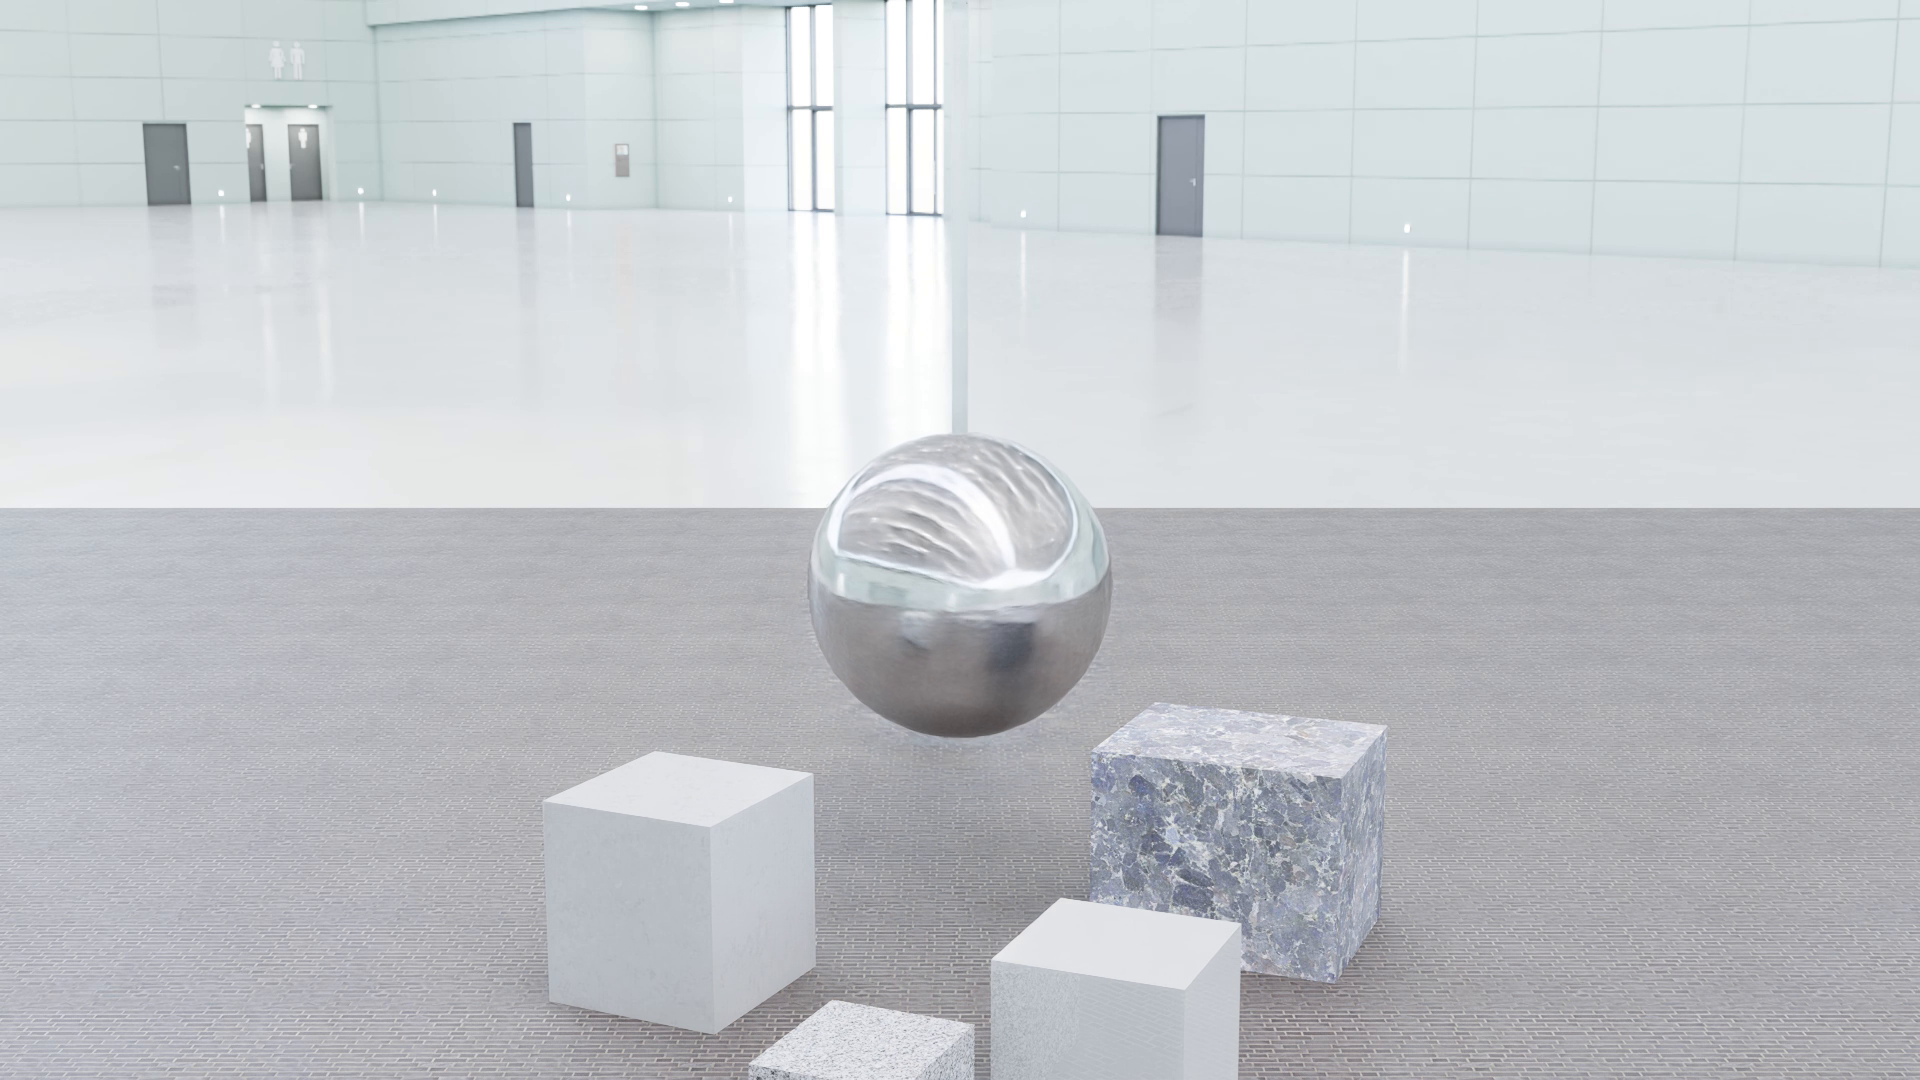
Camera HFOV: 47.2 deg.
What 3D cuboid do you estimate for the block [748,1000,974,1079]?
[{"bbox_3d":[-0.325,1.947,7.490,0.553,0.490,0.605,5,11,24],"label":"block"}]

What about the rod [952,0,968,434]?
[{"bbox_3d":[0.000,-3.083,10.733,0.080,5.200,0.080,0,13,0],"label":"rod"}]

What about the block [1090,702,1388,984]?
[{"bbox_3d":[1.251,1.317,9.813,1.098,0.897,0.907,4,11,22],"label":"block"}]

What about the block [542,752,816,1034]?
[{"bbox_3d":[-1.158,1.447,9.201,0.799,0.860,0.820,5,11,25],"label":"block"}]

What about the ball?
[{"bbox_3d":[0.000,0.233,11.485,1.600,1.600,1.600,0,10,0],"label":"ball"}]

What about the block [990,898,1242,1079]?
[{"bbox_3d":[0.579,1.771,8.060,0.719,0.632,0.707,4,11,23],"label":"block"}]
